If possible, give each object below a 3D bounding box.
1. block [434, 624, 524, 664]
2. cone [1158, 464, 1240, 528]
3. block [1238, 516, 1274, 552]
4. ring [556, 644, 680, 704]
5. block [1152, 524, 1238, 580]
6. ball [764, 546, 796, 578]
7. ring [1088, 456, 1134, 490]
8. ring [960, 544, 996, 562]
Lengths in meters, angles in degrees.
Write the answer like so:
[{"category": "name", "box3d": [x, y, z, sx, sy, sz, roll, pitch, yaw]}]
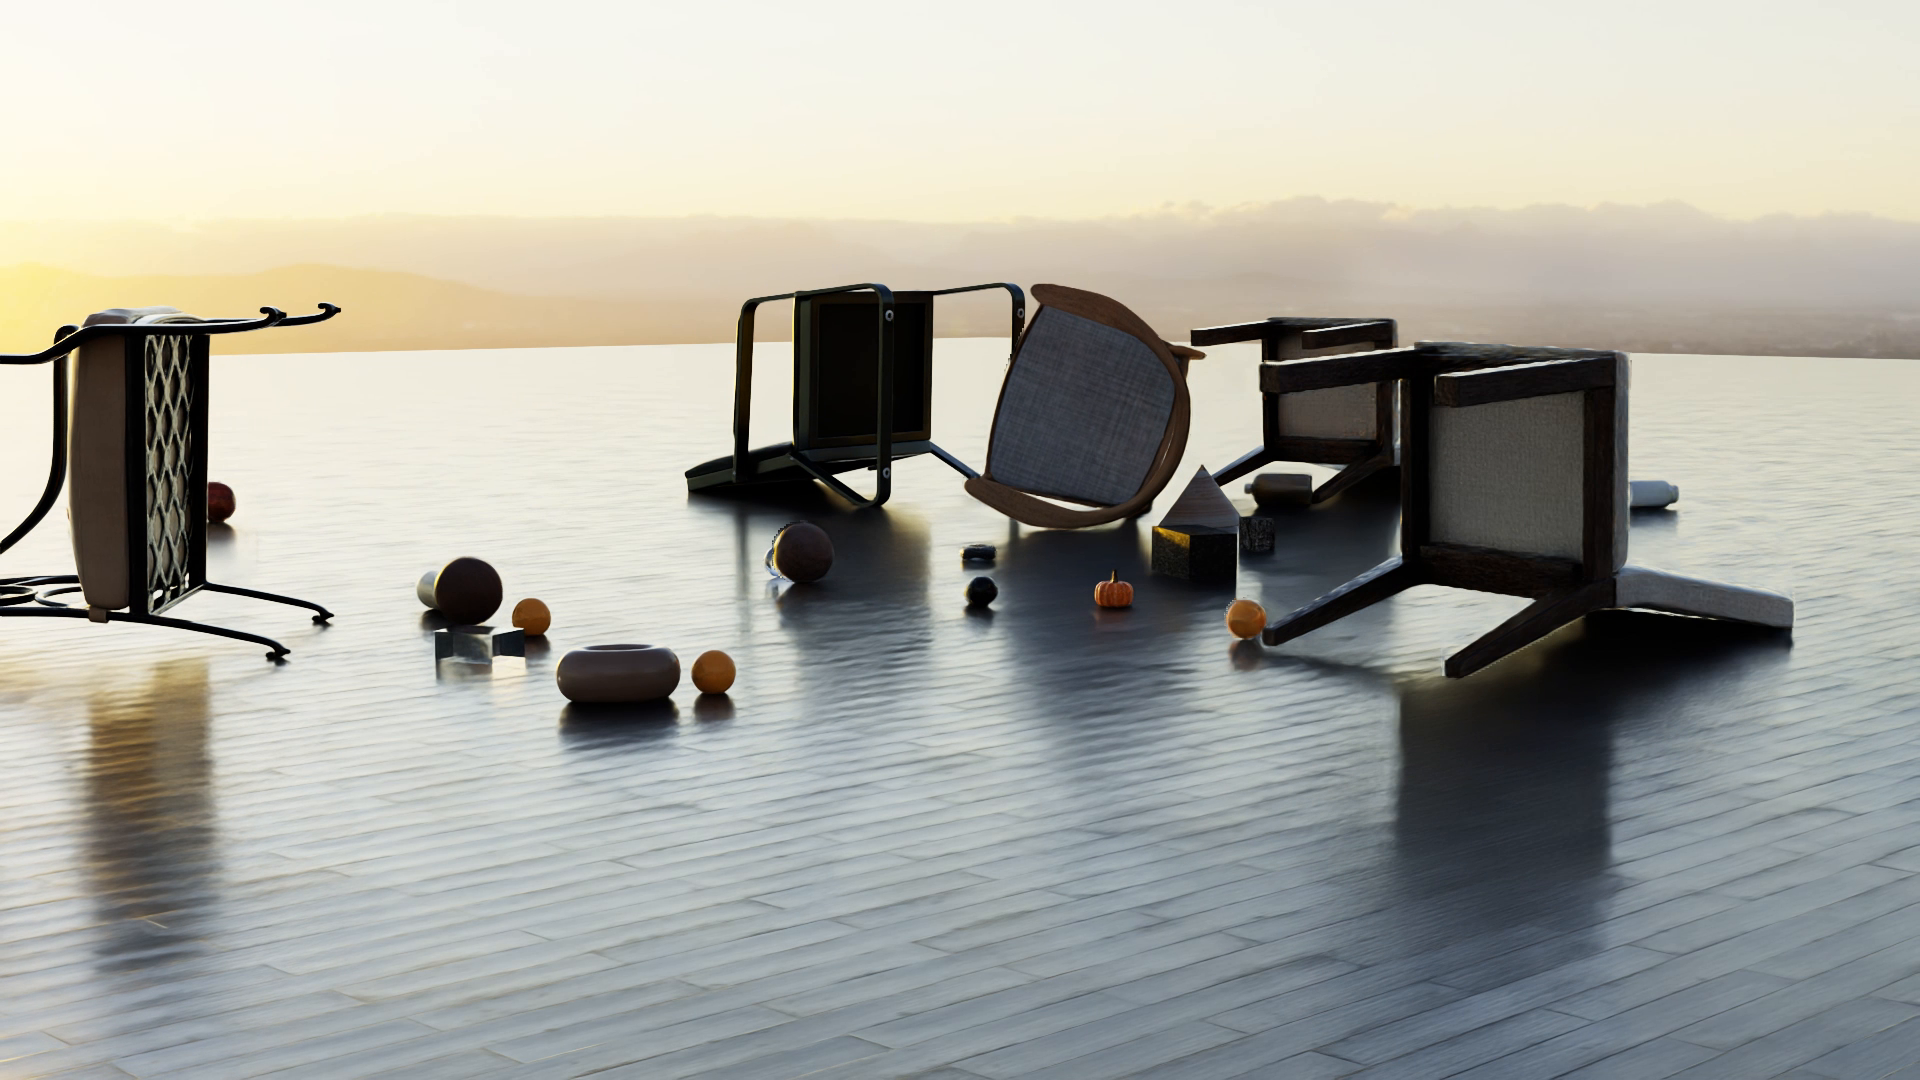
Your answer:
[{"category": "block", "box3d": [-0.827, 0.180, 4.419, 0.120, 0.051, 0.093, 3, 7, 26]}, {"category": "cone", "box3d": [0.640, -0.120, 6.781, 0.290, 0.163, 0.161, -5, 8, -39]}, {"category": "block", "box3d": [0.716, -0.016, 6.198, 0.047, 0.076, 0.086, -3, 6, -24]}, {"category": "ring", "box3d": [-0.532, 0.208, 4.002, 0.199, 0.082, 0.140, -2, 4, -25]}, {"category": "block", "box3d": [0.516, 0.027, 5.668, 0.113, 0.100, 0.218, -2, 6, -18]}, {"category": "ball", "box3d": [-0.395, 0.046, 5.622, 0.070, 0.070, 0.070, 0, 6, 0]}, {"category": "ring", "box3d": [0.471, -0.211, 7.997, 0.144, 0.096, 0.242, -3, 5, -7]}, {"category": "ring", "box3d": [0.043, 0.029, 5.967, 0.087, 0.033, 0.120, -2, 5, -6]}]
